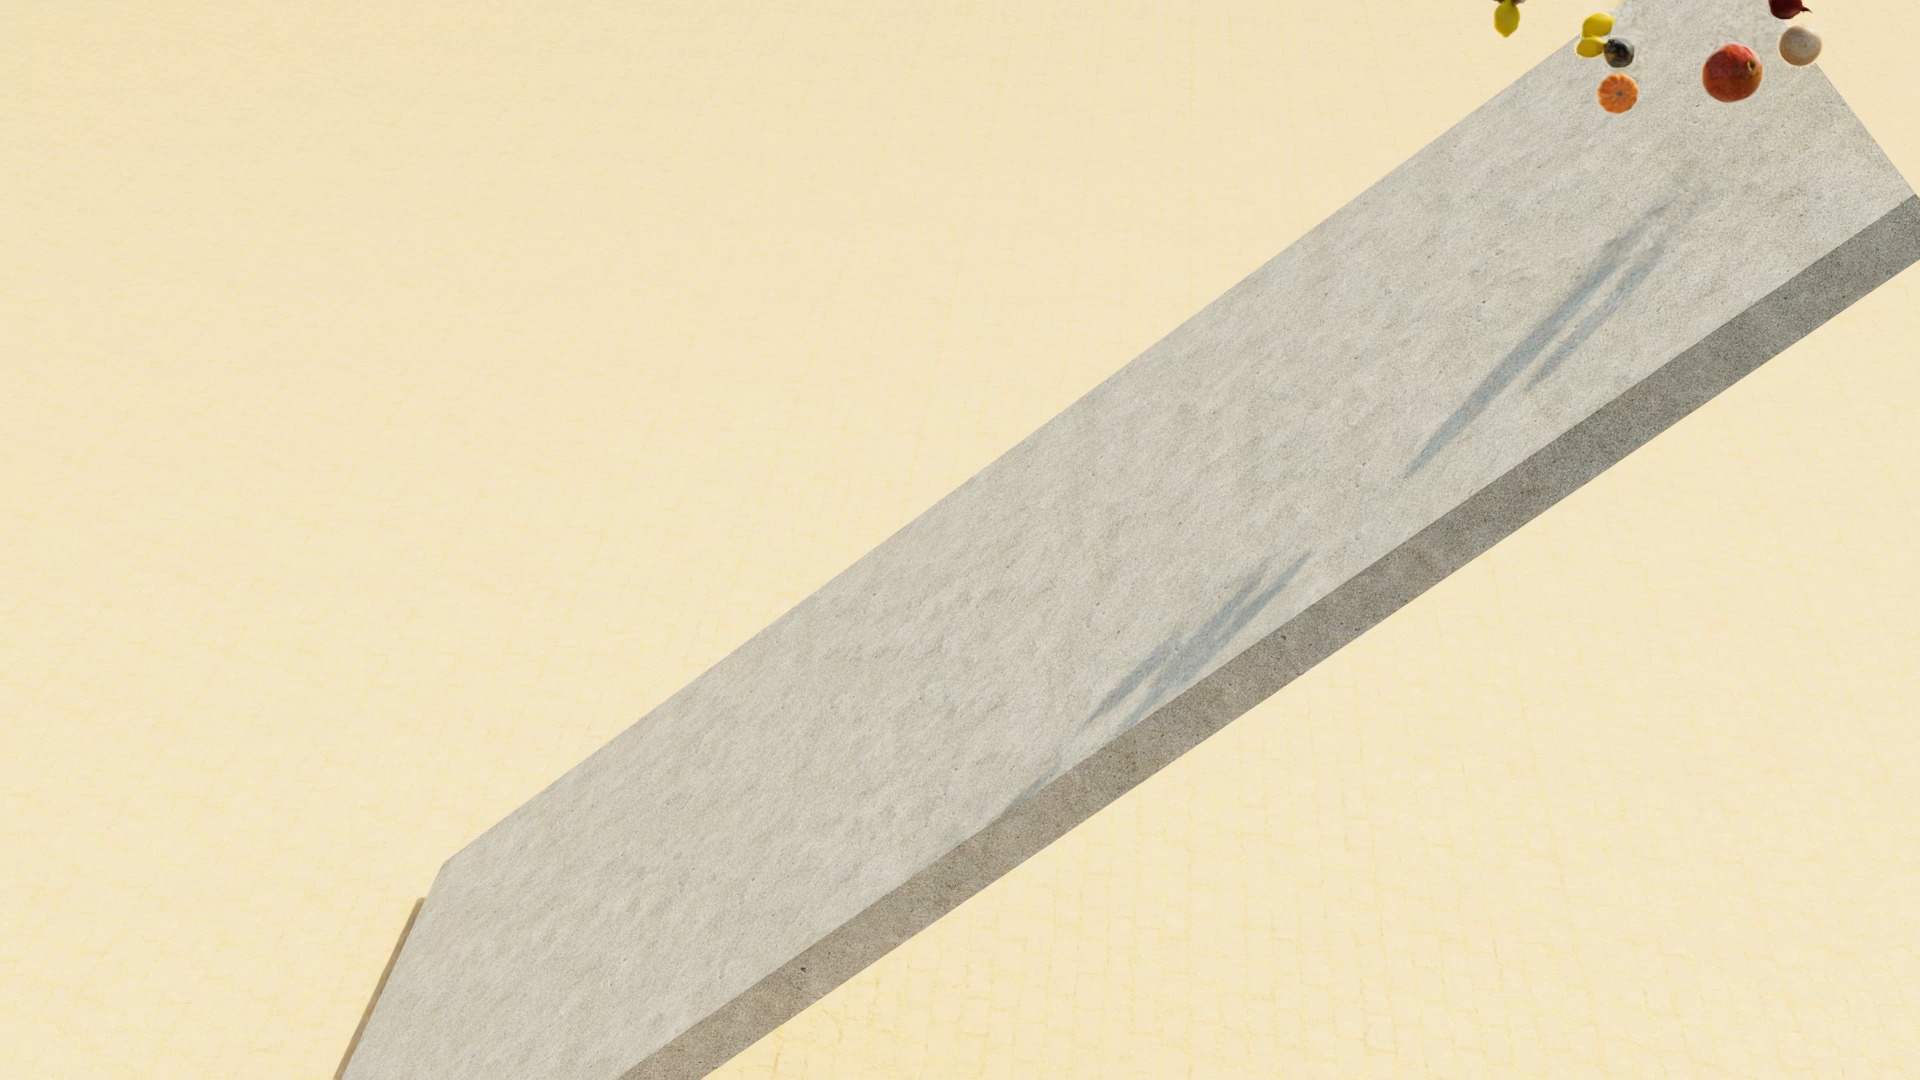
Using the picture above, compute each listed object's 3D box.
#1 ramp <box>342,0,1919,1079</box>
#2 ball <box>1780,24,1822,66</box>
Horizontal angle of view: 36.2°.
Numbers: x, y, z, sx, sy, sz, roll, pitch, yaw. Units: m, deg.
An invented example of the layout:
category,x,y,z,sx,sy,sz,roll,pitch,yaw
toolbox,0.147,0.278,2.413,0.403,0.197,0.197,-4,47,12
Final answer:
category,x,y,z,sx,sy,sz,roll,pitch,yaw
ramp,0.121,0.185,6.340,4.000,0.100,2.000,-36,16,18
ball,1.564,-0.920,5.472,0.078,0.078,0.078,0,24,0
